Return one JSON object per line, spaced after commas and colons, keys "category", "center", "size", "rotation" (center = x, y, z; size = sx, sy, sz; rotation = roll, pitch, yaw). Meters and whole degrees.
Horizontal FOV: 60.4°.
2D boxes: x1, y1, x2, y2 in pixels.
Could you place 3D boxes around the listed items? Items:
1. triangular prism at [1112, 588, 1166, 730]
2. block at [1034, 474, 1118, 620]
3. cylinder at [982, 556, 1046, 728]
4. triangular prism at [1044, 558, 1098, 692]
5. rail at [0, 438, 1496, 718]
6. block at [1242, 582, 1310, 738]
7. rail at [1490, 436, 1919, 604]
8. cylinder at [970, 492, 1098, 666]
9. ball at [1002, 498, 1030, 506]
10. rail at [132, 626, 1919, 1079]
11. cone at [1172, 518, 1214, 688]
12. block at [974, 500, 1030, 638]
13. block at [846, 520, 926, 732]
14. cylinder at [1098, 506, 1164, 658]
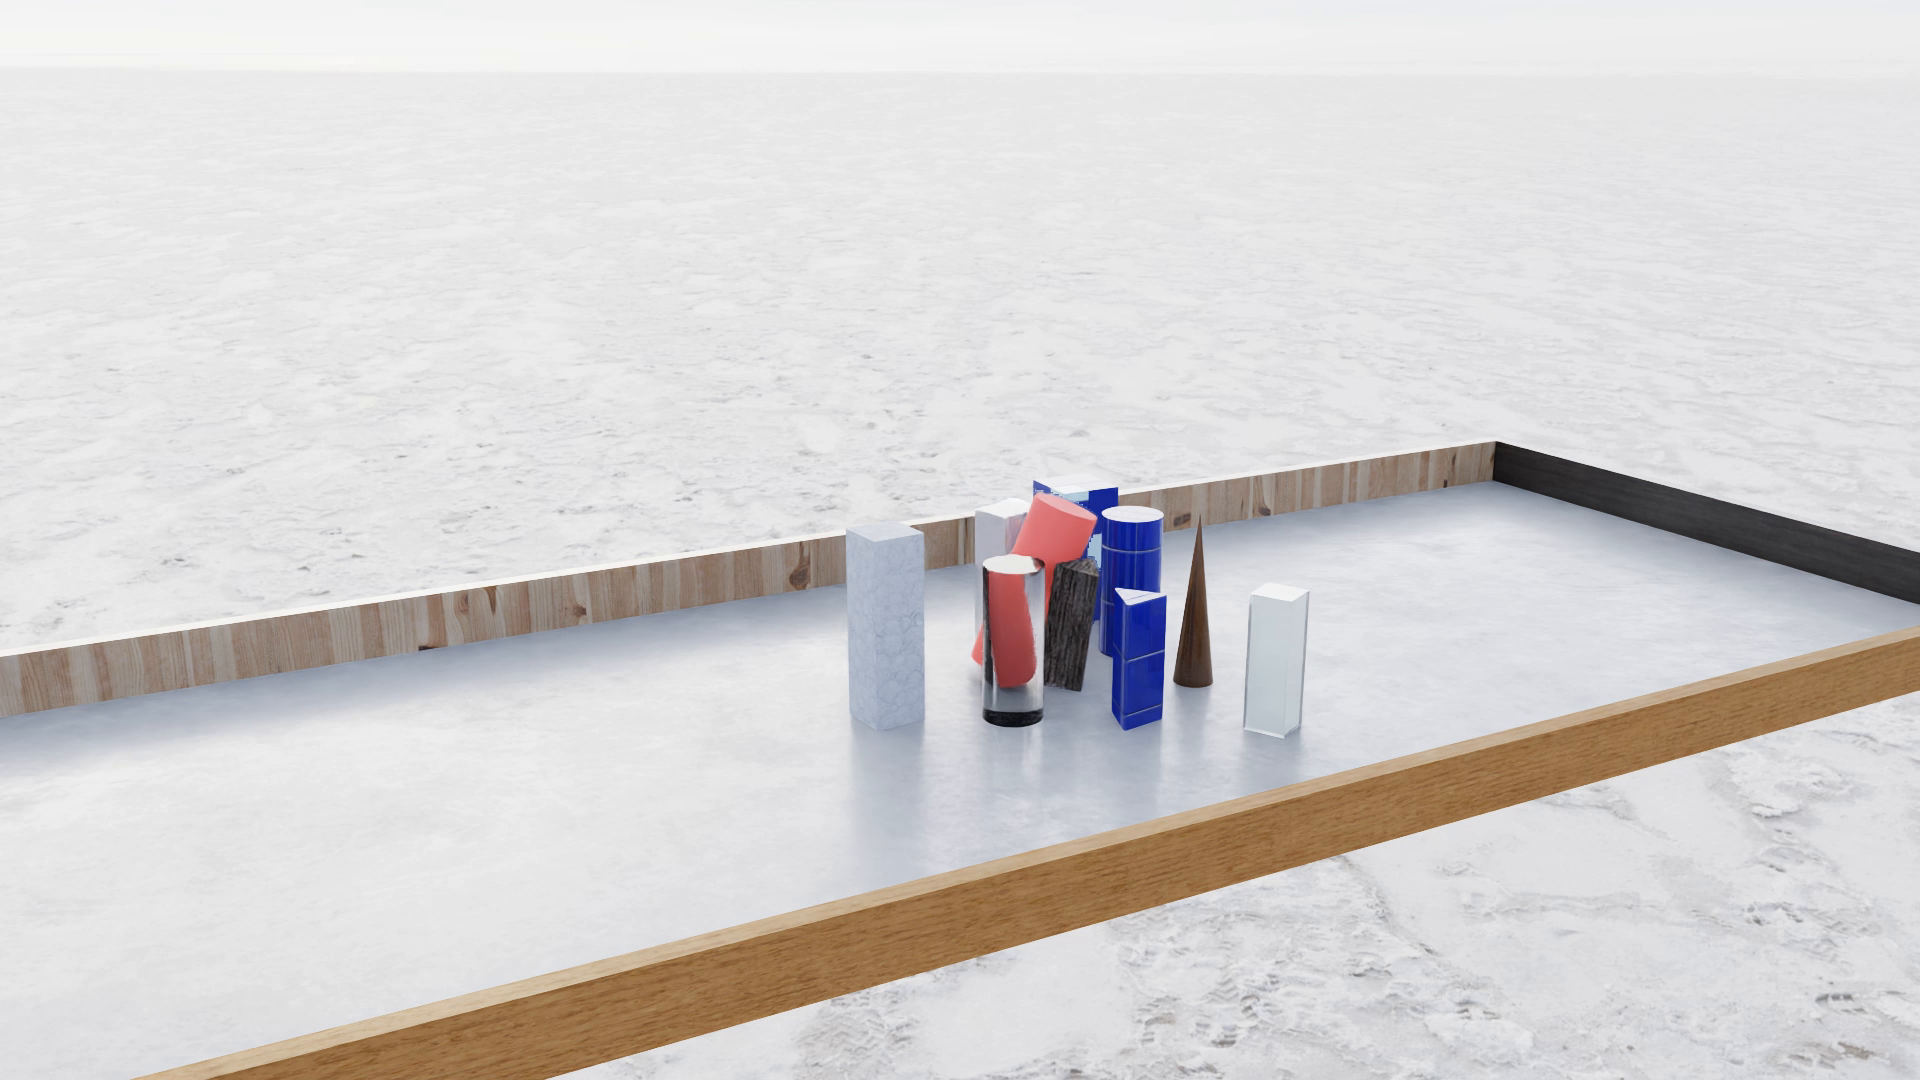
{"category": "triangular prism", "center": [0.399, 0.273, 3.876], "size": [0.123, 0.309, 0.107], "rotation": [-12, 20, -36]}
{"category": "block", "center": [0.319, 0.024, 4.602], "size": [0.172, 0.378, 0.172], "rotation": [-8, 18, -25]}
{"category": "cylinder", "center": [0.125, 0.237, 3.877], "size": [0.147, 0.378, 0.147], "rotation": [0, 16, 0]}
{"category": "triangular prism", "center": [0.286, 0.203, 4.087], "size": [0.114, 0.311, 0.099], "rotation": [16, 23, 22]}
{"category": "rail", "center": [-3.305, 0.497, 3.399], "size": [12.000, 0.150, 0.050], "rotation": [-9, 18, -27]}
{"category": "block", "center": [0.732, 0.278, 3.820], "size": [0.103, 0.332, 0.103], "rotation": [11, 20, 33]}
{"category": "rail", "center": [2.466, -0.048, 5.253], "size": [0.050, 0.150, 2.100], "rotation": [-9, 18, -27]}
{"category": "cylinder", "center": [0.183, 0.117, 4.121], "size": [0.165, 0.441, 0.165], "rotation": [21, 12, -5]}
{"category": "ball", "center": [0.164, -0.046, 5.050], "size": [0.163, 0.163, 0.163], "rotation": [0, 16, 0]}
{"category": "rail", "center": [-2.336, 1.006, 1.665], "size": [12.000, 0.150, 0.050], "rotation": [-9, 18, -27]}
{"category": "cone", "center": [0.587, 0.141, 4.089], "size": [0.101, 0.442, 0.101], "rotation": [0, 16, 0]}
{"category": "block", "center": [0.121, 0.100, 4.342], "size": [0.116, 0.377, 0.116], "rotation": [-15, 22, -39]}
{"category": "block", "center": [-0.174, 0.199, 3.863], "size": [0.132, 0.460, 0.132], "rotation": [-10, 19, -31]}
{"category": "cylinder", "center": [0.447, 0.111, 4.315], "size": [0.158, 0.372, 0.158], "rotation": [0, 16, 0]}
